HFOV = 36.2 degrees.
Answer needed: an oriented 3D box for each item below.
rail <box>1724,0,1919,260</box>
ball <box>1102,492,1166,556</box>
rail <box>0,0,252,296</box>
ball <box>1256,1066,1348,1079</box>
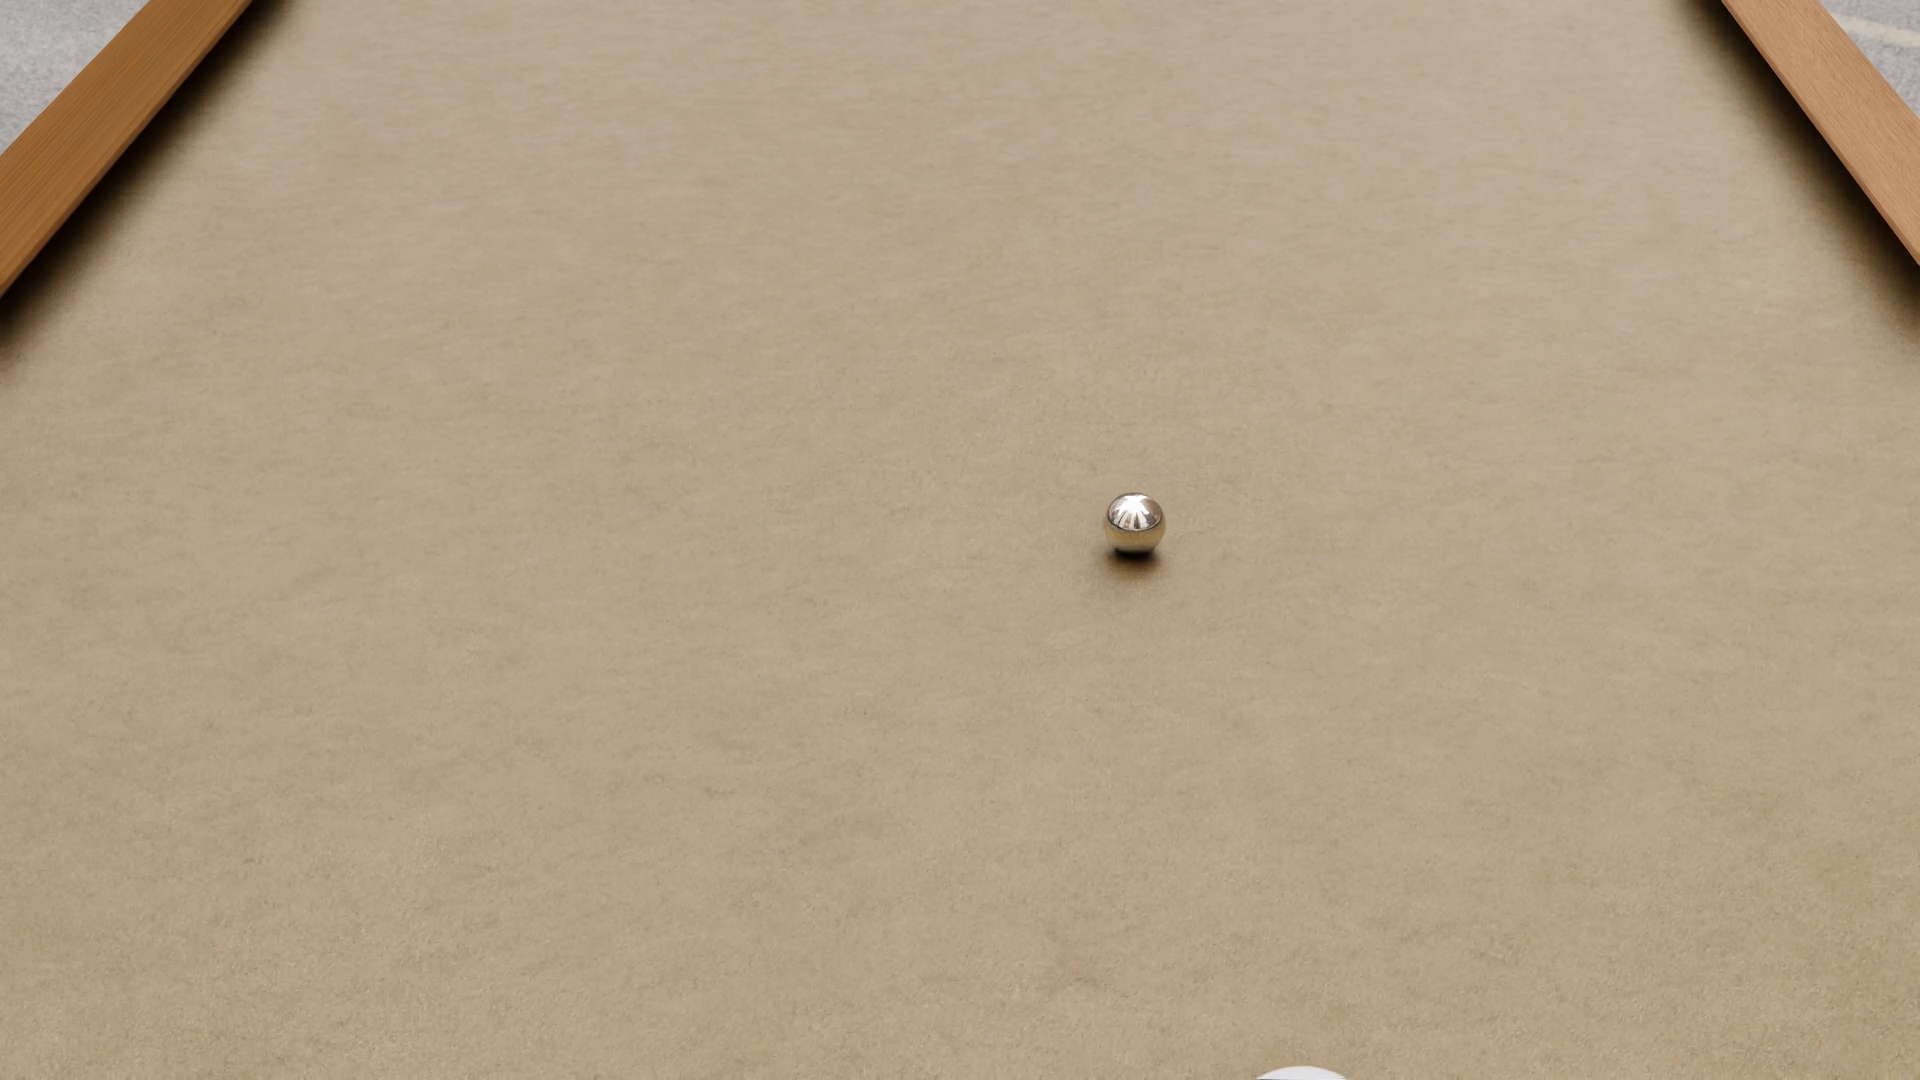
[{"bbox_3d":[0.767,-0.324,2.487,0.045,0.102,2.833,1,26,1],"label":"rail"},{"bbox_3d":[0.114,-0.011,1.924,0.042,0.042,0.042,0,26,0],"label":"ball"},{"bbox_3d":[-0.736,-0.339,2.517,0.045,0.102,2.833,1,26,1],"label":"rail"},{"bbox_3d":[0.153,0.274,1.311,0.078,0.078,0.078,0,26,0],"label":"ball"}]
